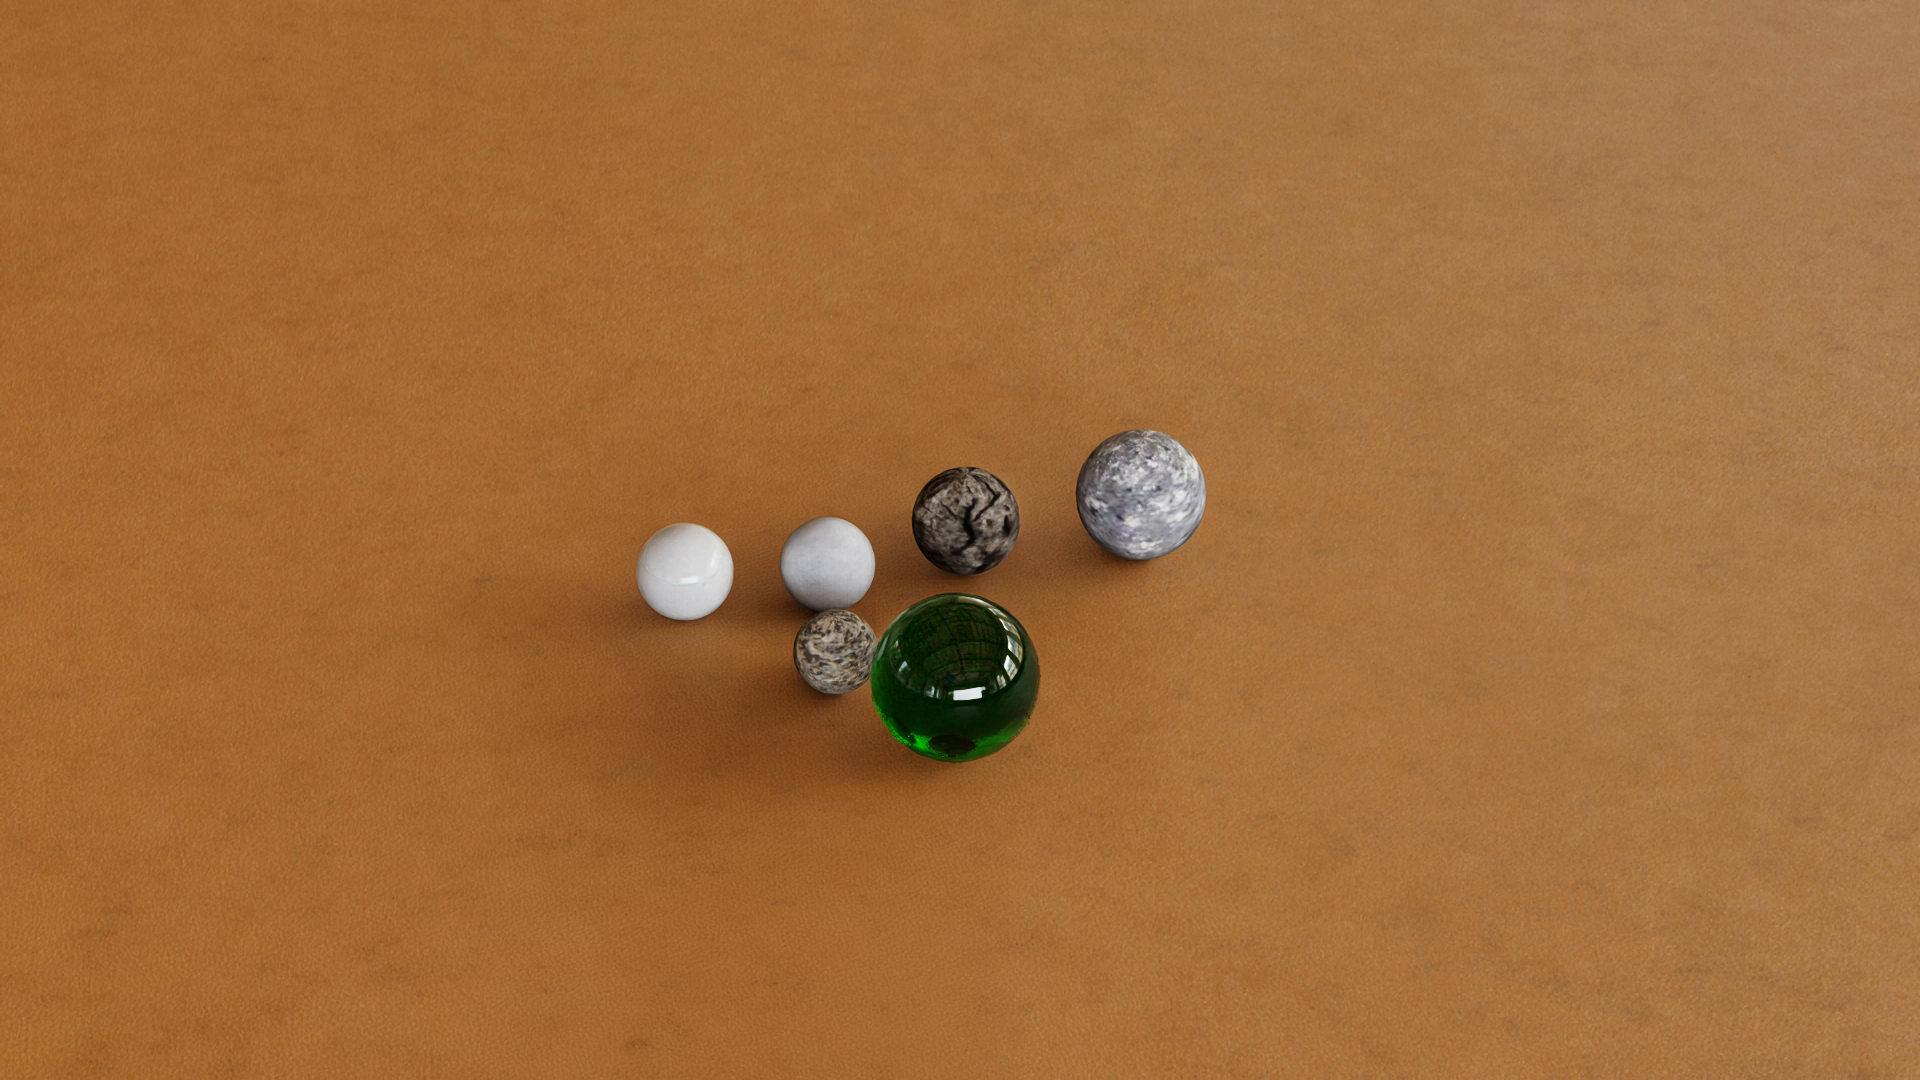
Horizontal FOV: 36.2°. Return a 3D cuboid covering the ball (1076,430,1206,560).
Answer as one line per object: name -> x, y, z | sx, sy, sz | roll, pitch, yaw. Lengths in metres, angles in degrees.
ball -> 0.098, -0.025, 1.599 | 0.071, 0.071, 0.071 | 0, 31, 0

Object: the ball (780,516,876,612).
ball -> -0.070, 0.013, 1.557 | 0.051, 0.051, 0.051 | 0, 31, 0

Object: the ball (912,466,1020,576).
ball -> 0.003, -0.010, 1.588 | 0.059, 0.059, 0.059 | 0, 31, 0

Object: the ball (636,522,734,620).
ball -> -0.145, 0.017, 1.550 | 0.052, 0.052, 0.052 | 0, 31, 0

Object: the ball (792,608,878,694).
ball -> -0.063, 0.057, 1.493 | 0.043, 0.043, 0.043 | 0, 31, 0

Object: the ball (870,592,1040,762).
ball -> -0.002, 0.067, 1.437 | 0.083, 0.083, 0.083 | 0, 31, 0
